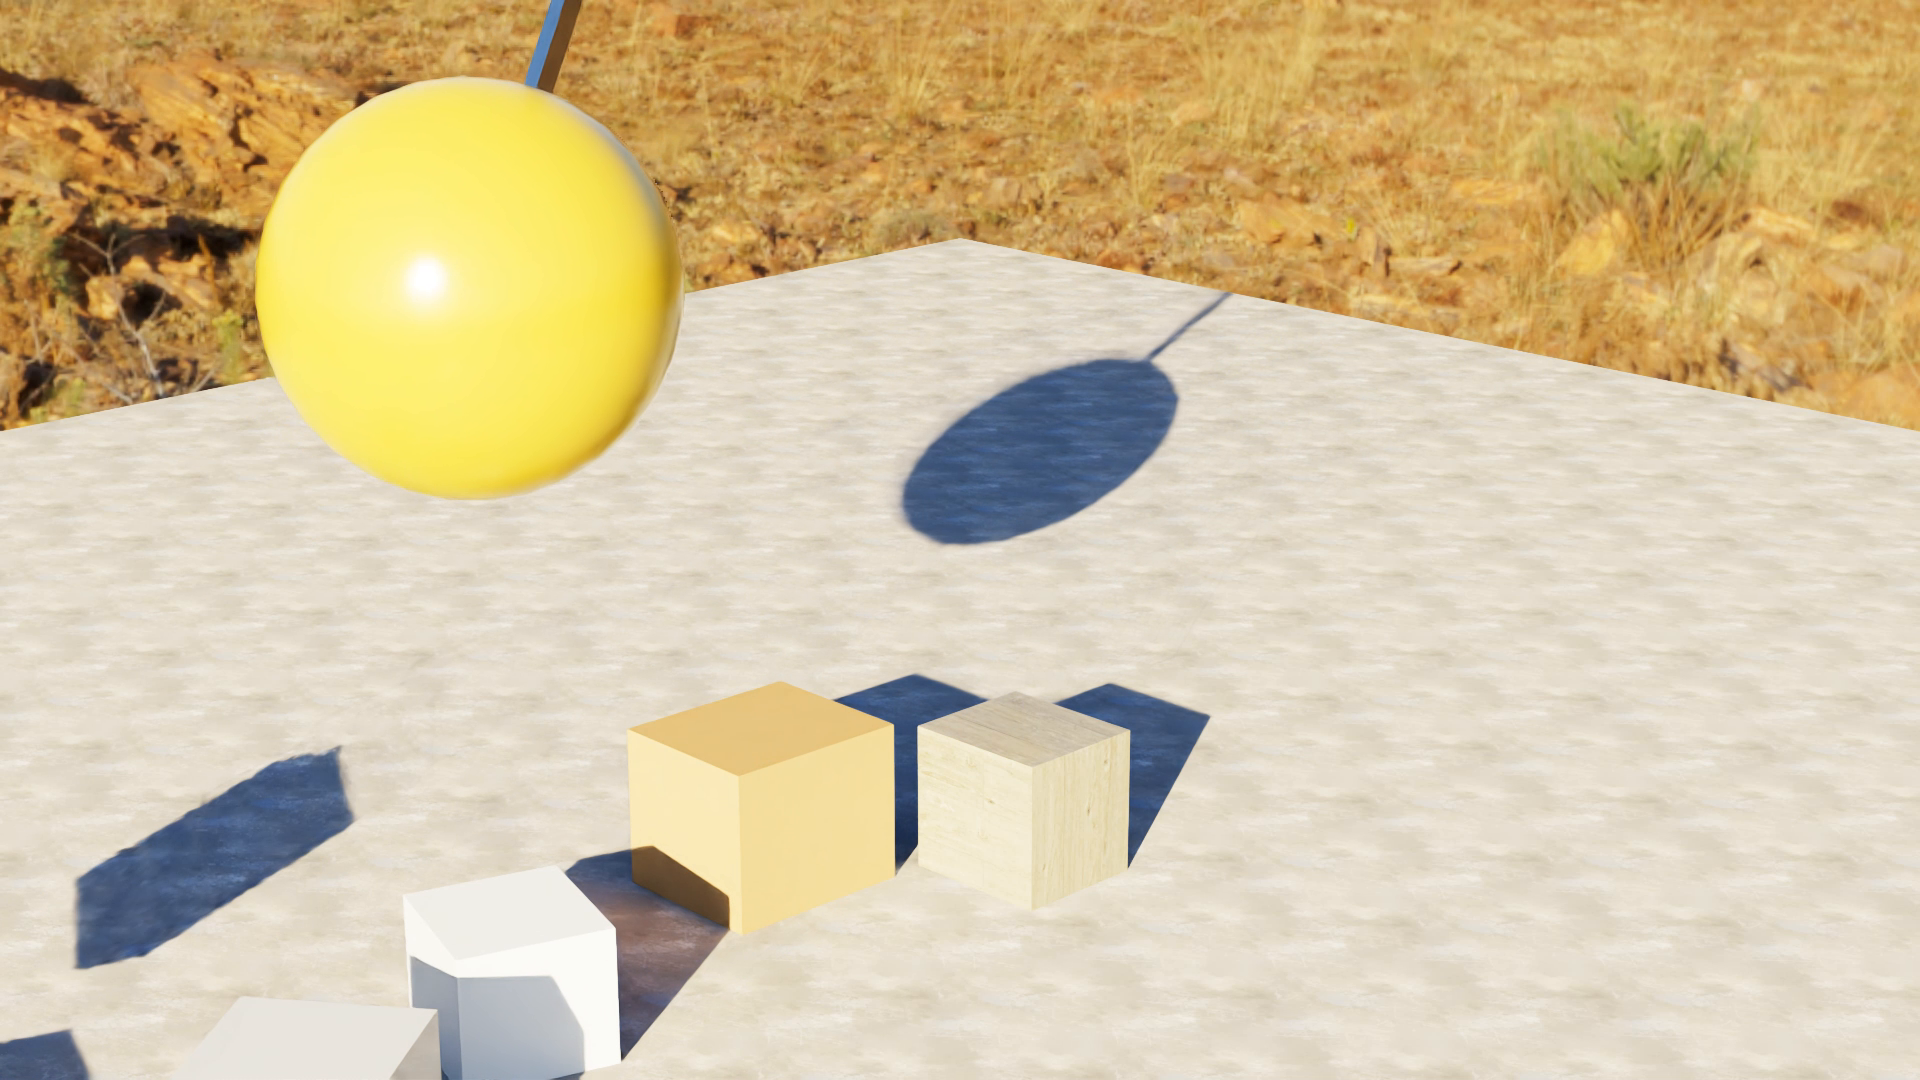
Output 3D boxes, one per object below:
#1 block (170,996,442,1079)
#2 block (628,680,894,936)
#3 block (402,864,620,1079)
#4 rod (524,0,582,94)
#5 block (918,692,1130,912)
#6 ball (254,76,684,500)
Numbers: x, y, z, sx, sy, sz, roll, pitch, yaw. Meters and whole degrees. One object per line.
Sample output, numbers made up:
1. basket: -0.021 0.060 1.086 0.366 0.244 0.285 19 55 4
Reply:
1. block: -2.275 2.135 10.251 0.733 0.779 0.735 3 18 8
2. block: -0.896 1.196 13.292 0.904 0.748 0.783 -16 23 -41
3. block: -1.801 1.759 11.762 0.649 0.591 0.687 -9 19 -26
4. rod: -0.801 -4.181 11.188 0.080 5.200 0.080 17 -2 42
5. block: 0.290 1.183 13.429 0.642 0.689 0.720 -17 24 -42
6. ball: -1.849 -0.948 11.106 1.600 1.600 1.600 0 17 0
